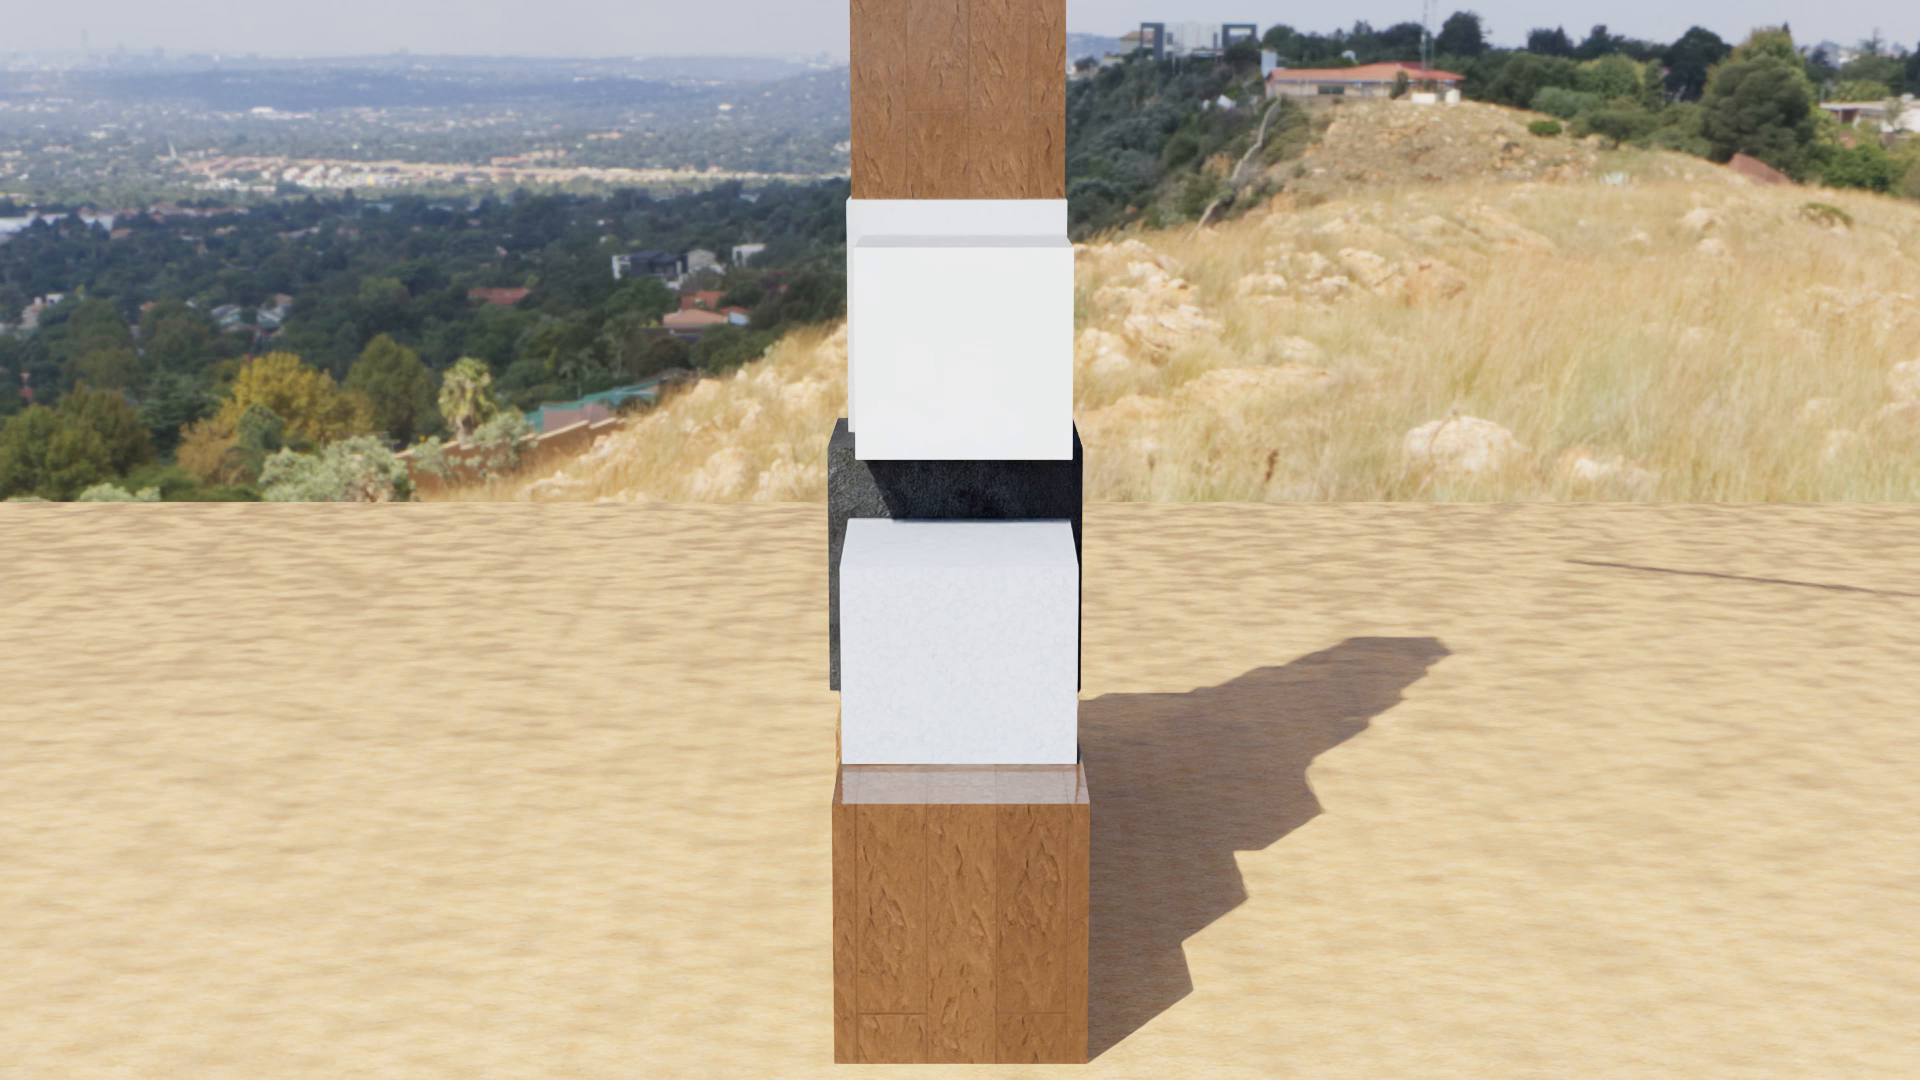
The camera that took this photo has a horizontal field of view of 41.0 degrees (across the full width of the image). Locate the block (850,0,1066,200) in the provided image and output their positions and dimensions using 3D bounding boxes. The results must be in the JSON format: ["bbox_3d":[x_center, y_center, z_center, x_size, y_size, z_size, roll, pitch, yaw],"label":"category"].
[{"bbox_3d":[-0.008,-1.929,10.834,0.872,0.935,0.901,0,10,0],"label":"block"}]

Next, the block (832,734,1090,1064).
[{"bbox_3d":[0.003,1.319,9.603,0.910,0.968,0.966,0,10,0],"label":"block"}]

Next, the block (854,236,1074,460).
[{"bbox_3d":[0.015,-0.772,10.115,0.828,0.807,0.754,0,10,0],"label":"block"}]

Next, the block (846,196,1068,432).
[{"bbox_3d":[-0.012,-0.993,10.942,0.894,0.946,0.929,0,10,0],"label":"block"}]

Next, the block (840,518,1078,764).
[{"bbox_3d":[-0.003,0.375,9.834,0.873,0.758,0.761,0,14,0],"label":"block"}]

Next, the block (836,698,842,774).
[{"bbox_3d":[-0.018,1.141,10.501,0.933,0.998,0.845,0,10,0],"label":"block"}]

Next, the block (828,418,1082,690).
[{"bbox_3d":[-0.019,0.040,10.654,1.008,0.984,0.904,0,10,0],"label":"block"}]
